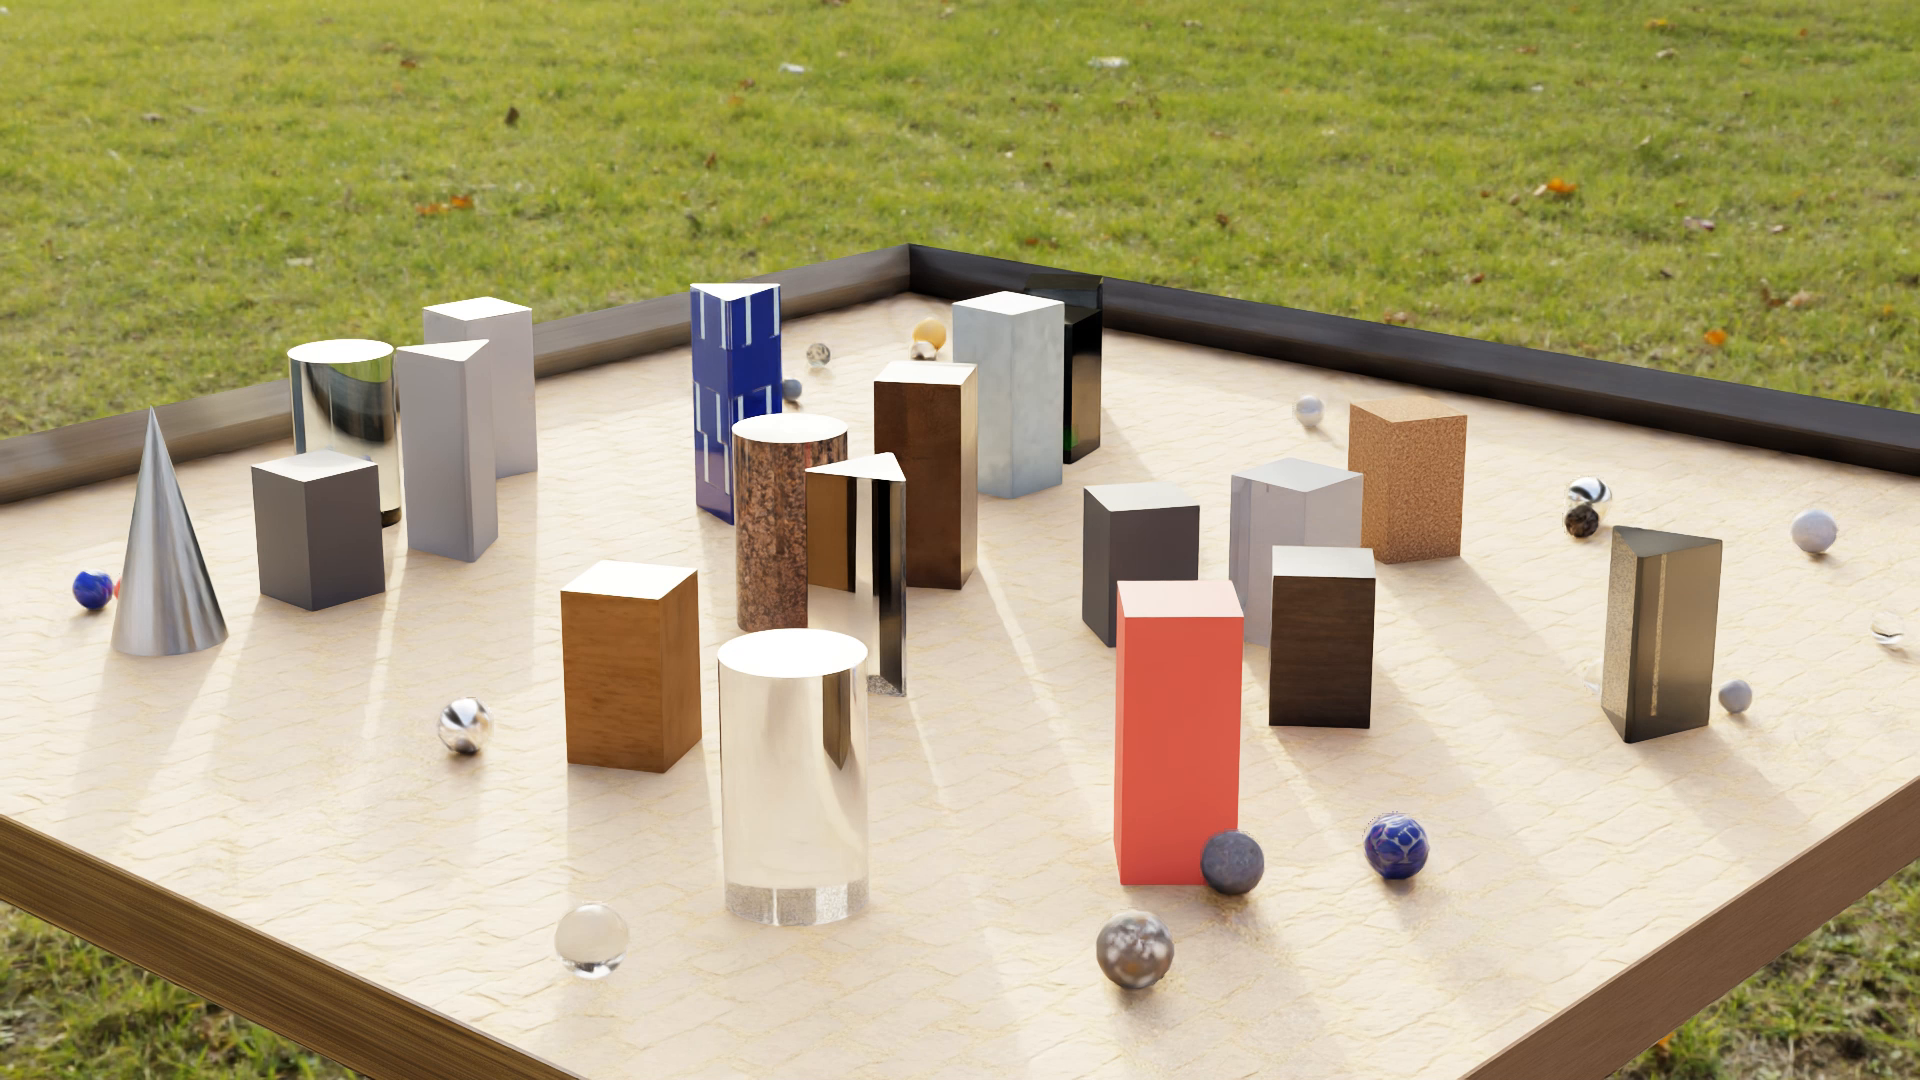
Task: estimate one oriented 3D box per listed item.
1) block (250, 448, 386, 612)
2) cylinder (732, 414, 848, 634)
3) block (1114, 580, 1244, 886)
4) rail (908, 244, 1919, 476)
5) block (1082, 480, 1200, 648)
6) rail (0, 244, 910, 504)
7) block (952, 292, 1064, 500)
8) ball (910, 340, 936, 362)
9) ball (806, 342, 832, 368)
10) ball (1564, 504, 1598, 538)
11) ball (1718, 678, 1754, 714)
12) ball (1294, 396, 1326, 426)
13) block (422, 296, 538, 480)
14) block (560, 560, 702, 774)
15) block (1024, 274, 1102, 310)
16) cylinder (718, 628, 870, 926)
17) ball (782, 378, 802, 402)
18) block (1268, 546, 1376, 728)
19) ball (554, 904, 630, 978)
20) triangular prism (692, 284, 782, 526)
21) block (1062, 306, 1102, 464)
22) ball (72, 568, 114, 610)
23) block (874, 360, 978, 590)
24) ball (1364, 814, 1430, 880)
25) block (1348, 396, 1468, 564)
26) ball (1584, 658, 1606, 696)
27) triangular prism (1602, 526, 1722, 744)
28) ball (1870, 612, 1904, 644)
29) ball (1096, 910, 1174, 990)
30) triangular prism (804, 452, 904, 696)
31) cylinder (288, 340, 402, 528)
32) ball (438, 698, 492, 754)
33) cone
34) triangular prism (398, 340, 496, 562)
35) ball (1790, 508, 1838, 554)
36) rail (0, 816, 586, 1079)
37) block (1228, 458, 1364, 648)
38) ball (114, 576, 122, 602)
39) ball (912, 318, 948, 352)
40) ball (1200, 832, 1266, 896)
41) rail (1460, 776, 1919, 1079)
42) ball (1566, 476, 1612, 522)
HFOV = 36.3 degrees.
[{"bbox_3d":[-1.117,-0.019,5.106,0.154,0.232,0.154,15,22,40],"label":"block"},{"bbox_3d":[-0.284,-0.025,4.940,0.193,0.339,0.193,0,17,0],"label":"cylinder"},{"bbox_3d":[0.291,0.258,3.938,0.154,0.377,0.154,0,17,-1],"label":"block"},{"bbox_3d":[1.185,-0.363,6.427,3.530,0.125,0.045,14,22,39],"label":"rail"},{"bbox_3d":[0.301,0.039,4.909,0.154,0.235,0.154,-4,17,-13],"label":"block"},{"bbox_3d":[-1.315,-0.298,6.213,0.045,0.125,3.663,14,22,39],"label":"rail"},{"bbox_3d":[0.094,-0.286,5.756,0.154,0.367,0.154,15,22,40],"label":"block"},{"bbox_3d":[-0.085,-0.427,6.751,0.063,0.063,0.063,0,17,0],"label":"ball"},{"bbox_3d":[-0.325,-0.426,6.756,0.057,0.057,0.057,0,17,0],"label":"ball"},{"bbox_3d":[1.156,-0.035,5.453,0.063,0.063,0.063,0,17,0],"label":"ball"},{"bbox_3d":[1.204,0.242,4.551,0.053,0.053,0.053,0,17,0],"label":"ball"},{"bbox_3d":[0.745,-0.274,6.239,0.066,0.066,0.066,0,17,0],"label":"ball"},{"bbox_3d":[-0.959,-0.301,5.867,0.154,0.332,0.154,-15,22,-40],"label":"block"},{"bbox_3d":[-0.487,0.187,4.360,0.154,0.269,0.154,5,17,16],"label":"block"},{"bbox_3d":[0.223,-0.418,6.333,0.154,0.286,0.154,2,17,7],"label":"block"},{"bbox_3d":[-0.216,0.308,3.833,0.193,0.341,0.193,0,17,0],"label":"cylinder"},{"bbox_3d":[-0.372,-0.331,6.450,0.053,0.053,0.053,0,17,0],"label":"ball"},{"bbox_3d":[0.558,0.149,4.533,0.154,0.242,0.154,2,17,5],"label":"block"},{"bbox_3d":[-0.456,0.497,3.636,0.093,0.093,0.093,0,17,0],"label":"ball"},{"bbox_3d":[-0.447,-0.266,5.577,0.145,0.433,0.167,10,19,29],"label":"triangular prism"},{"bbox_3d":[0.189,-0.322,6.007,0.154,0.291,0.154,8,18,24],"label":"block"},{"bbox_3d":[-1.491,0.084,5.045,0.070,0.070,0.070,0,17,0],"label":"ball"},{"bbox_3d":[-0.059,-0.116,5.186,0.154,0.371,0.154,3,17,11],"label":"block"},{"bbox_3d":[0.585,0.412,3.930,0.088,0.088,0.088,0,17,0],"label":"ball"},{"bbox_3d":[0.813,-0.111,5.354,0.154,0.265,0.154,-6,18,-21],"label":"block"},{"bbox_3d":[1.016,0.216,4.627,0.059,0.059,0.059,0,17,0],"label":"ball"},{"bbox_3d":[1.042,0.136,4.484,0.167,0.294,0.145,-10,19,-29],"label":"triangular prism"},{"bbox_3d":[1.540,0.146,4.867,0.055,0.055,0.055,0,17,0],"label":"ball"},{"bbox_3d":[0.215,0.504,3.608,0.096,0.096,0.096,0,17,0],"label":"ball"},{"bbox_3d":[-0.138,0.050,4.667,0.167,0.354,0.145,6,18,20],"label":"triangular prism"},{"bbox_3d":[-1.158,-0.197,5.530,0.193,0.328,0.193,0,17,0],"label":"cylinder"},{"bbox_3d":[-0.740,0.279,4.380,0.082,0.082,0.082,0,17,0],"label":"ball"},{"bbox_3d":[-1.321,-0.031,4.847,0.193,0.404,0.193,0,17,0],"label":"cone"},{"bbox_3d":[-0.907,-0.169,5.357,0.167,0.375,0.145,12,21,35],"label":"triangular prism"},{"bbox_3d":[1.561,-0.017,5.359,0.082,0.082,0.082,0,17,0],"label":"ball"},{"bbox_3d":[-1.185,0.426,3.813,3.530,0.125,0.045,14,22,39],"label":"rail"},{"bbox_3d":[0.556,0.026,4.871,0.154,0.281,0.154,16,23,42],"label":"block"},{"bbox_3d":[-1.416,0.088,5.034,0.071,0.071,0.071,0,17,0],"label":"ball"},{"bbox_3d":[-0.071,-0.481,6.899,0.081,0.081,0.081,0,17,0],"label":"ball"},{"bbox_3d":[0.360,0.427,3.865,0.084,0.084,0.084,0,17,0],"label":"ball"},{"bbox_3d":[1.315,0.361,4.027,0.045,0.125,3.663,14,22,39],"label":"rail"},{"bbox_3d":[1.189,-0.075,5.542,0.088,0.088,0.088,0,17,0],"label":"ball"}]
